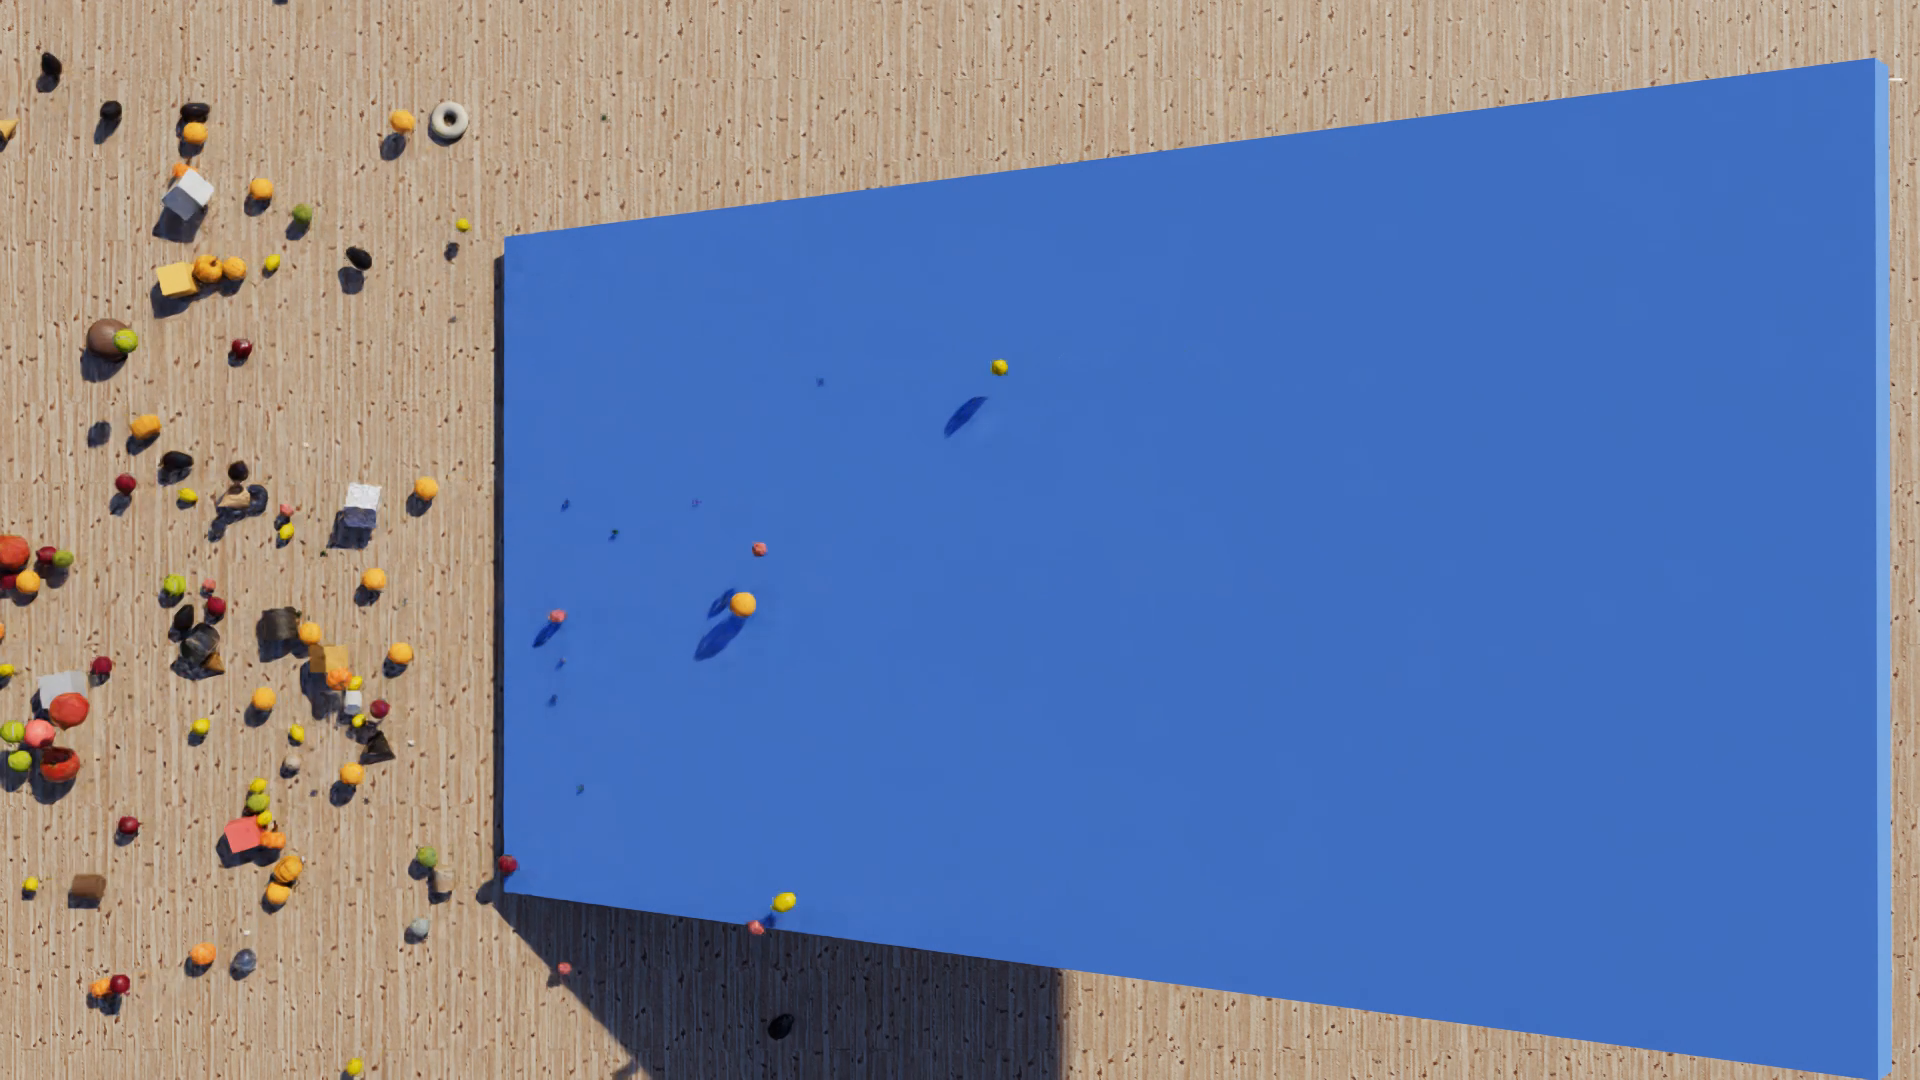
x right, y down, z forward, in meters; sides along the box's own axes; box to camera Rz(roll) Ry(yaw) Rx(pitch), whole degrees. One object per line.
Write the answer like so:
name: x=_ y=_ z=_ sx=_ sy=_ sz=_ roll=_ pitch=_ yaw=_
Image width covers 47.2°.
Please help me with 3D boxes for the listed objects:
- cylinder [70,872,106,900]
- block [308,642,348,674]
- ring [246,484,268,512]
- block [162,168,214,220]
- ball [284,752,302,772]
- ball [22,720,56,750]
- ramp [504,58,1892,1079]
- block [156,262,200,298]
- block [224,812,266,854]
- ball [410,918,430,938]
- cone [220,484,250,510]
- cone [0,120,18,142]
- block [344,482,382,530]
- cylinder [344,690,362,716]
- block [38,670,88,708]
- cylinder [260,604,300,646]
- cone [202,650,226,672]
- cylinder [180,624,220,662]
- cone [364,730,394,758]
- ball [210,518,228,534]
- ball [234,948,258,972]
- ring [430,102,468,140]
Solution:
cylinder: x=-2.676 y=1.065 z=6.754 sx=0.073 sy=0.073 sz=0.073 roll=8 pitch=90 yaw=15
block: x=-1.929 y=0.361 z=6.714 sx=0.080 sy=0.080 sz=0.080 roll=2 pitch=96 yaw=38
ring: x=-2.173 y=-0.130 z=6.782 sx=0.087 sy=0.029 sz=0.087 roll=0 pitch=88 yaw=10
block: x=-2.358 y=-1.055 z=6.716 sx=0.095 sy=0.095 sz=0.095 roll=-30 pitch=122 yaw=32
ball: x=-2.052 y=0.683 z=6.765 sx=0.056 sy=0.056 sz=0.056 roll=0 pitch=90 yaw=0
ball: x=-2.826 y=0.596 z=6.748 sx=0.092 sy=0.092 sz=0.092 roll=0 pitch=90 yaw=0
ramp: x=0.229 y=0.065 z=5.547 sx=4.000 sy=0.100 sz=2.000 roll=0 pitch=89 yaw=37
block: x=-2.404 y=-0.799 z=6.760 sx=0.087 sy=0.087 sz=0.087 roll=-13 pitch=90 yaw=0
block: x=-2.192 y=0.898 z=6.743 sx=0.085 sy=0.085 sz=0.085 roll=-18 pitch=98 yaw=0
ball: x=-1.661 y=1.191 z=6.759 sx=0.062 sy=0.062 sz=0.062 roll=0 pitch=90 yaw=0
cone: x=-2.234 y=-0.117 z=6.722 sx=0.089 sy=0.089 sz=0.089 roll=12 pitch=115 yaw=26
cone: x=-2.937 y=-1.281 z=6.790 sx=0.076 sy=0.076 sz=0.076 roll=-40 pitch=90 yaw=-27
block: x=-1.820 y=-0.103 z=6.703 sx=0.093 sy=0.093 sz=0.093 roll=8 pitch=49 yaw=-9
cylinder: x=-1.862 y=0.499 z=6.744 sx=0.055 sy=0.055 sz=0.055 roll=-10 pitch=52 yaw=0
block: x=-2.753 y=0.457 z=6.745 sx=0.100 sy=0.100 sz=0.100 roll=-11 pitch=90 yaw=0
cylinder: x=-2.085 y=0.259 z=6.748 sx=0.096 sy=0.096 sz=0.096 roll=-21 pitch=69 yaw=0
cone: x=-2.289 y=0.389 z=6.780 sx=0.069 sy=0.069 sz=0.069 roll=-48 pitch=117 yaw=0
cylinder: x=-2.329 y=0.315 z=6.735 sx=0.088 sy=0.088 sz=0.088 roll=5 pitch=121 yaw=9
cone: x=-1.773 y=0.645 z=6.768 sx=0.086 sy=0.086 sz=0.086 roll=41 pitch=90 yaw=-21
ball: x=-2.283 y=-0.042 z=6.773 sx=0.050 sy=0.050 sz=0.050 roll=0 pitch=90 yaw=0
ball: x=-2.195 y=1.290 z=6.754 sx=0.070 sy=0.070 sz=0.070 roll=0 pitch=90 yaw=0
ring: x=-1.577 y=-1.296 z=6.788 sx=0.117 sy=0.039 sz=0.117 roll=0 pitch=90 yaw=1
